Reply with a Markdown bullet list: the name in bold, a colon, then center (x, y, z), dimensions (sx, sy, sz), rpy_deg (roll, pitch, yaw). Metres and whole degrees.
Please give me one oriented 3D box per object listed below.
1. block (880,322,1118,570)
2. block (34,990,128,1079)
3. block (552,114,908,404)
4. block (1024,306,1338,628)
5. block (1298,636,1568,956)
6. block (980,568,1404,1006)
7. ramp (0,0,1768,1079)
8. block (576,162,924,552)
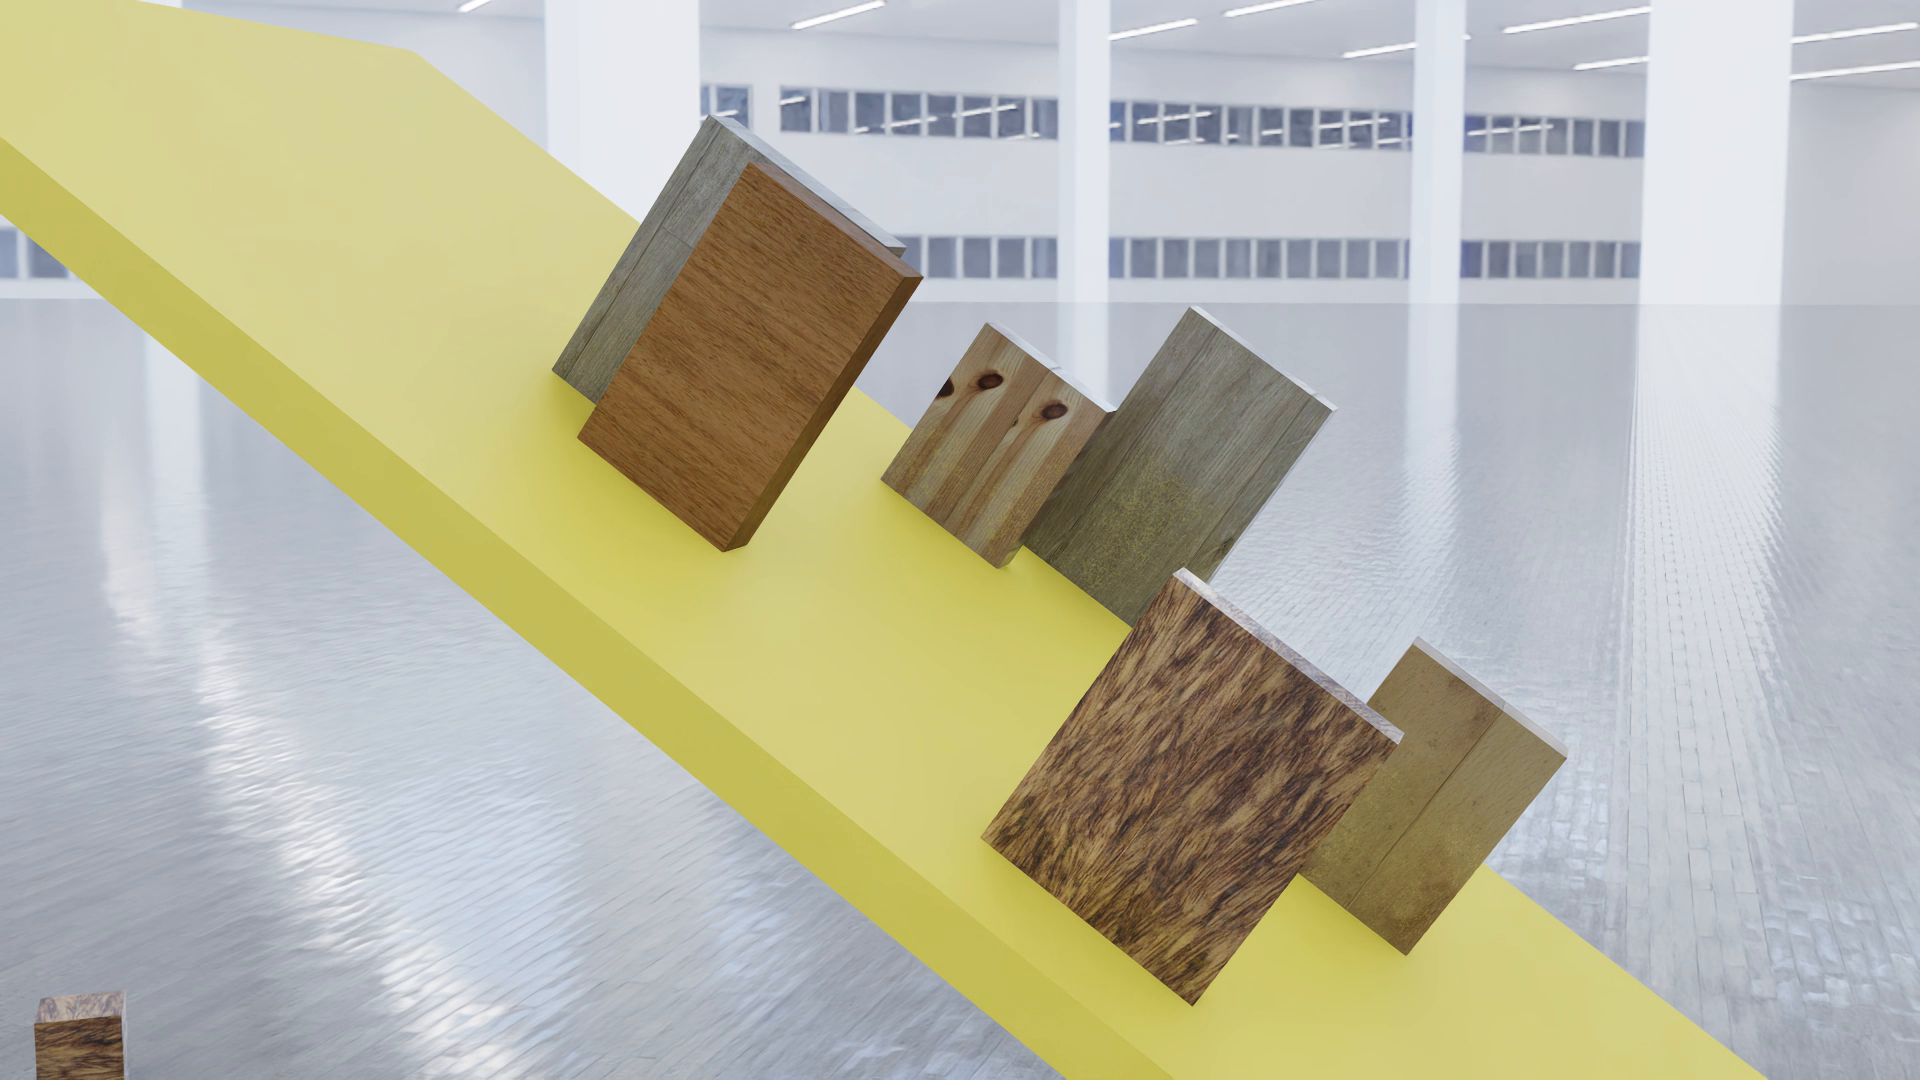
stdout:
- **block**: center (0.079, -0.197, 4.554), dimensions (0.312, 0.401, 0.095), rpy_deg (37, 16, 10)
- **block**: center (-2.006, 1.155, 5.026), dimensions (0.182, 0.182, 0.182), rpy_deg (-2, 7, -18)
- **block**: center (-0.413, -0.408, 3.894), dimensions (0.396, 0.545, 0.112), rpy_deg (37, 16, 10)
- **block**: center (0.470, -0.135, 4.741), dimensions (0.373, 0.634, 0.095), rpy_deg (37, 16, 10)
- **block**: center (0.820, 0.464, 3.989), dimensions (0.331, 0.468, 0.091), rpy_deg (37, 16, 10)
- **block**: center (0.335, 0.362, 3.228), dimensions (0.398, 0.500, 0.083), rpy_deg (37, 16, 10)
- **ramp**: center (-0.089, 0.161, 4.081), dimensions (4.000, 0.100, 2.000), rpy_deg (37, 16, 10)
- **block**: center (-0.355, -0.304, 3.676), dimensions (0.324, 0.559, 0.105), rpy_deg (37, 16, 10)
